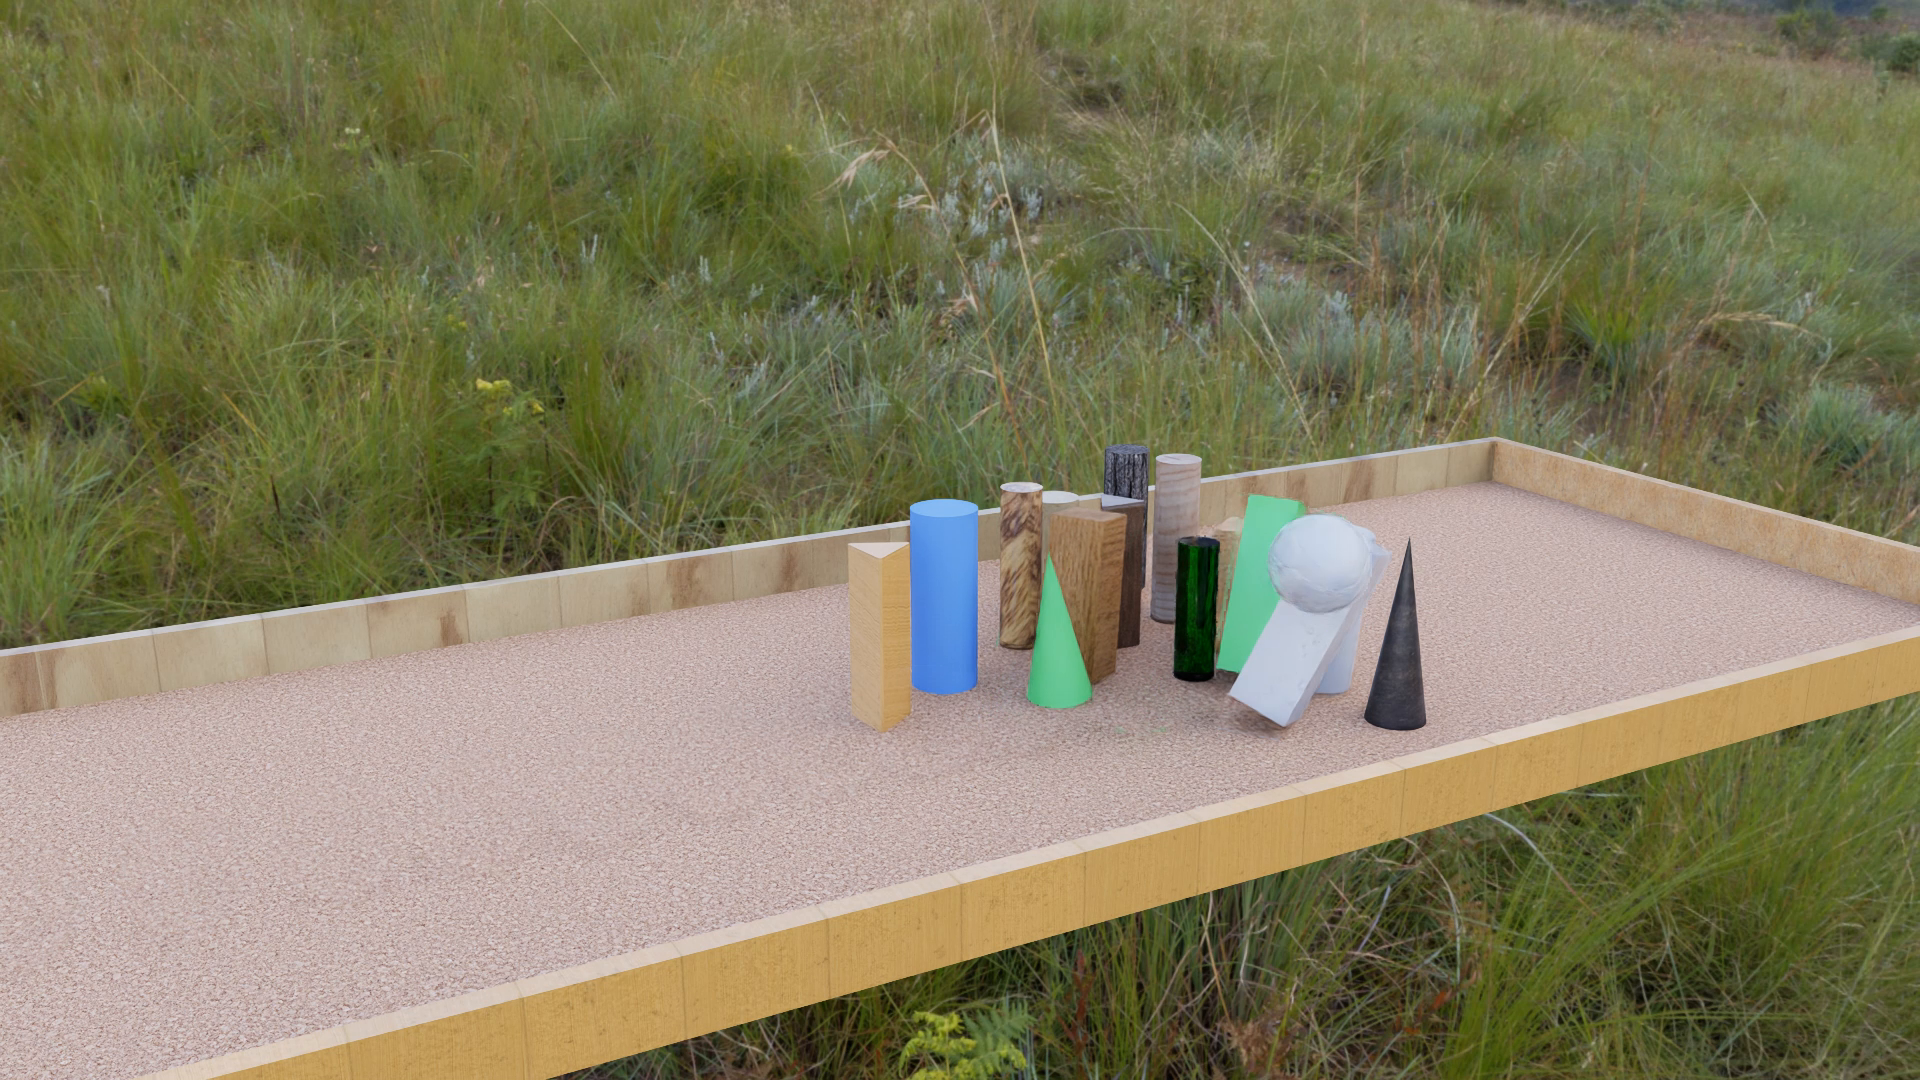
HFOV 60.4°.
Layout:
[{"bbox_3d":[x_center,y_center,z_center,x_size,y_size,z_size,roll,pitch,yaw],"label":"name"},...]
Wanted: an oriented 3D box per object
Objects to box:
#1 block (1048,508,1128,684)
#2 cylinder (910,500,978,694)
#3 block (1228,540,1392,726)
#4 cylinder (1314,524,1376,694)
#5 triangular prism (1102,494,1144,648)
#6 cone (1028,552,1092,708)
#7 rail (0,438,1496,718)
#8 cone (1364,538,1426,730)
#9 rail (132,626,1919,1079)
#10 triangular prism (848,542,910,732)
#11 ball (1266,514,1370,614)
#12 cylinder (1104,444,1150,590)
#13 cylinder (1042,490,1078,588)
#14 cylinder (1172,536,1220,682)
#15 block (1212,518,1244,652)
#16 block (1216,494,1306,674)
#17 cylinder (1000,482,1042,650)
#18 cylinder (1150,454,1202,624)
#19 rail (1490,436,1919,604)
[{"bbox_3d":[0.310,0.136,4.143,0.143,0.408,0.143,9,12,28],"label":"block"},{"bbox_3d":[-0.039,0.139,4.078,0.166,0.453,0.166,0,16,0],"label":"cylinder"},{"bbox_3d":[0.810,0.194,3.818,0.148,0.450,0.148,31,14,21],"label":"block"},{"bbox_3d":[0.905,0.164,4.075,0.178,0.392,0.178,5,16,-1],"label":"cylinder"},{"bbox_3d":[0.400,0.083,4.367,0.125,0.397,0.108,-8,18,-26],"label":"triangular prism"},{"bbox_3d":[0.227,0.200,3.971,0.161,0.379,0.161,-5,22,2],"label":"cone"},{"bbox_3d":[-3.305,0.497,3.399,12.000,0.150,0.050,-9,18,-27],"label":"rail"},{"bbox_3d":[1.032,0.206,3.847,0.144,0.455,0.144,0,16,0],"label":"cone"},{"bbox_3d":[-2.336,1.006,1.665,12.000,0.150,0.050,-9,18,-27],"label":"rail"},{"bbox_3d":[-0.169,0.219,3.859,0.121,0.424,0.139,-11,20,-32],"label":"triangular prism"},{"bbox_3d":[0.777,0.052,3.577,0.219,0.219,0.219,0,16,0],"label":"ball"},{"bbox_3d":[0.485,-0.064,4.836,0.129,0.415,0.129,0,16,0],"label":"cylinder"},{"bbox_3d":[0.262,0.043,4.611,0.134,0.337,0.134,0,16,0],"label":"cylinder"},{"bbox_3d":[0.592,0.173,4.140,0.102,0.349,0.102,0,14,0],"label":"cylinder"},{"bbox_3d":[0.758,0.123,4.342,0.161,0.327,0.161,7,15,24],"label":"block"},{"bbox_3d":[0.756,0.119,4.132,0.124,0.442,0.124,10,-4,20],"label":"block"},{"bbox_3d":[0.161,0.069,4.353,0.110,0.432,0.110,0,16,0],"label":"cylinder"},{"bbox_3d":[0.595,-0.002,4.554,0.124,0.456,0.124,0,16,0],"label":"cylinder"},{"bbox_3d":[2.466,-0.048,5.253,0.050,0.150,2.100,-9,18,-27],"label":"rail"}]
